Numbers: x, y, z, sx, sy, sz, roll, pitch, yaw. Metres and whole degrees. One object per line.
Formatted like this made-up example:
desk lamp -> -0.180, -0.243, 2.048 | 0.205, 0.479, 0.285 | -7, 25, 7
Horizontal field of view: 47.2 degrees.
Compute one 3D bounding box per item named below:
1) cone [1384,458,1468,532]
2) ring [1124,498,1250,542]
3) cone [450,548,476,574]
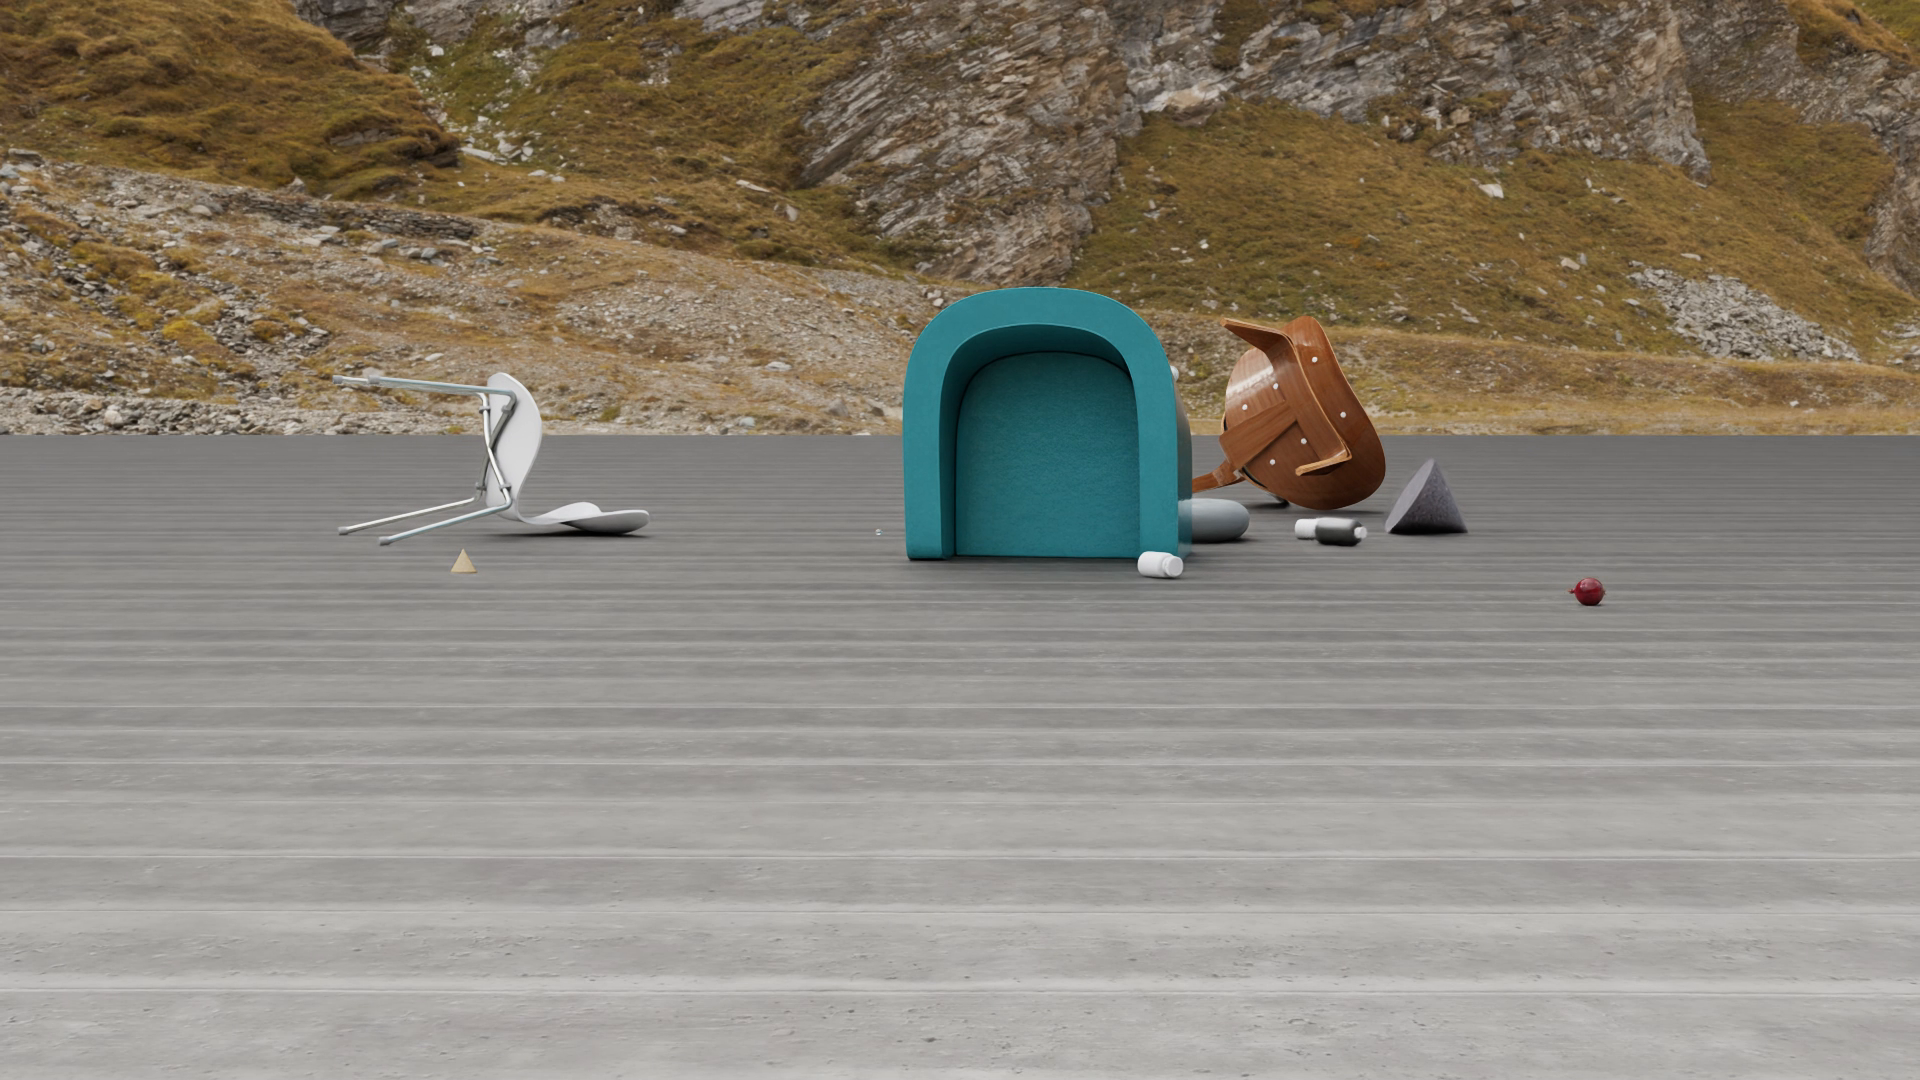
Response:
cone -> 1.500, -0.082, 6.889 | 0.219, 0.273, 0.314 | 32, 8, 1
ring -> 0.678, -0.058, 6.581 | 0.375, 0.113, 0.463 | 0, 4, 13
cone -> -1.216, 0.050, 5.385 | 0.074, 0.060, 0.042 | 1, 4, 18
